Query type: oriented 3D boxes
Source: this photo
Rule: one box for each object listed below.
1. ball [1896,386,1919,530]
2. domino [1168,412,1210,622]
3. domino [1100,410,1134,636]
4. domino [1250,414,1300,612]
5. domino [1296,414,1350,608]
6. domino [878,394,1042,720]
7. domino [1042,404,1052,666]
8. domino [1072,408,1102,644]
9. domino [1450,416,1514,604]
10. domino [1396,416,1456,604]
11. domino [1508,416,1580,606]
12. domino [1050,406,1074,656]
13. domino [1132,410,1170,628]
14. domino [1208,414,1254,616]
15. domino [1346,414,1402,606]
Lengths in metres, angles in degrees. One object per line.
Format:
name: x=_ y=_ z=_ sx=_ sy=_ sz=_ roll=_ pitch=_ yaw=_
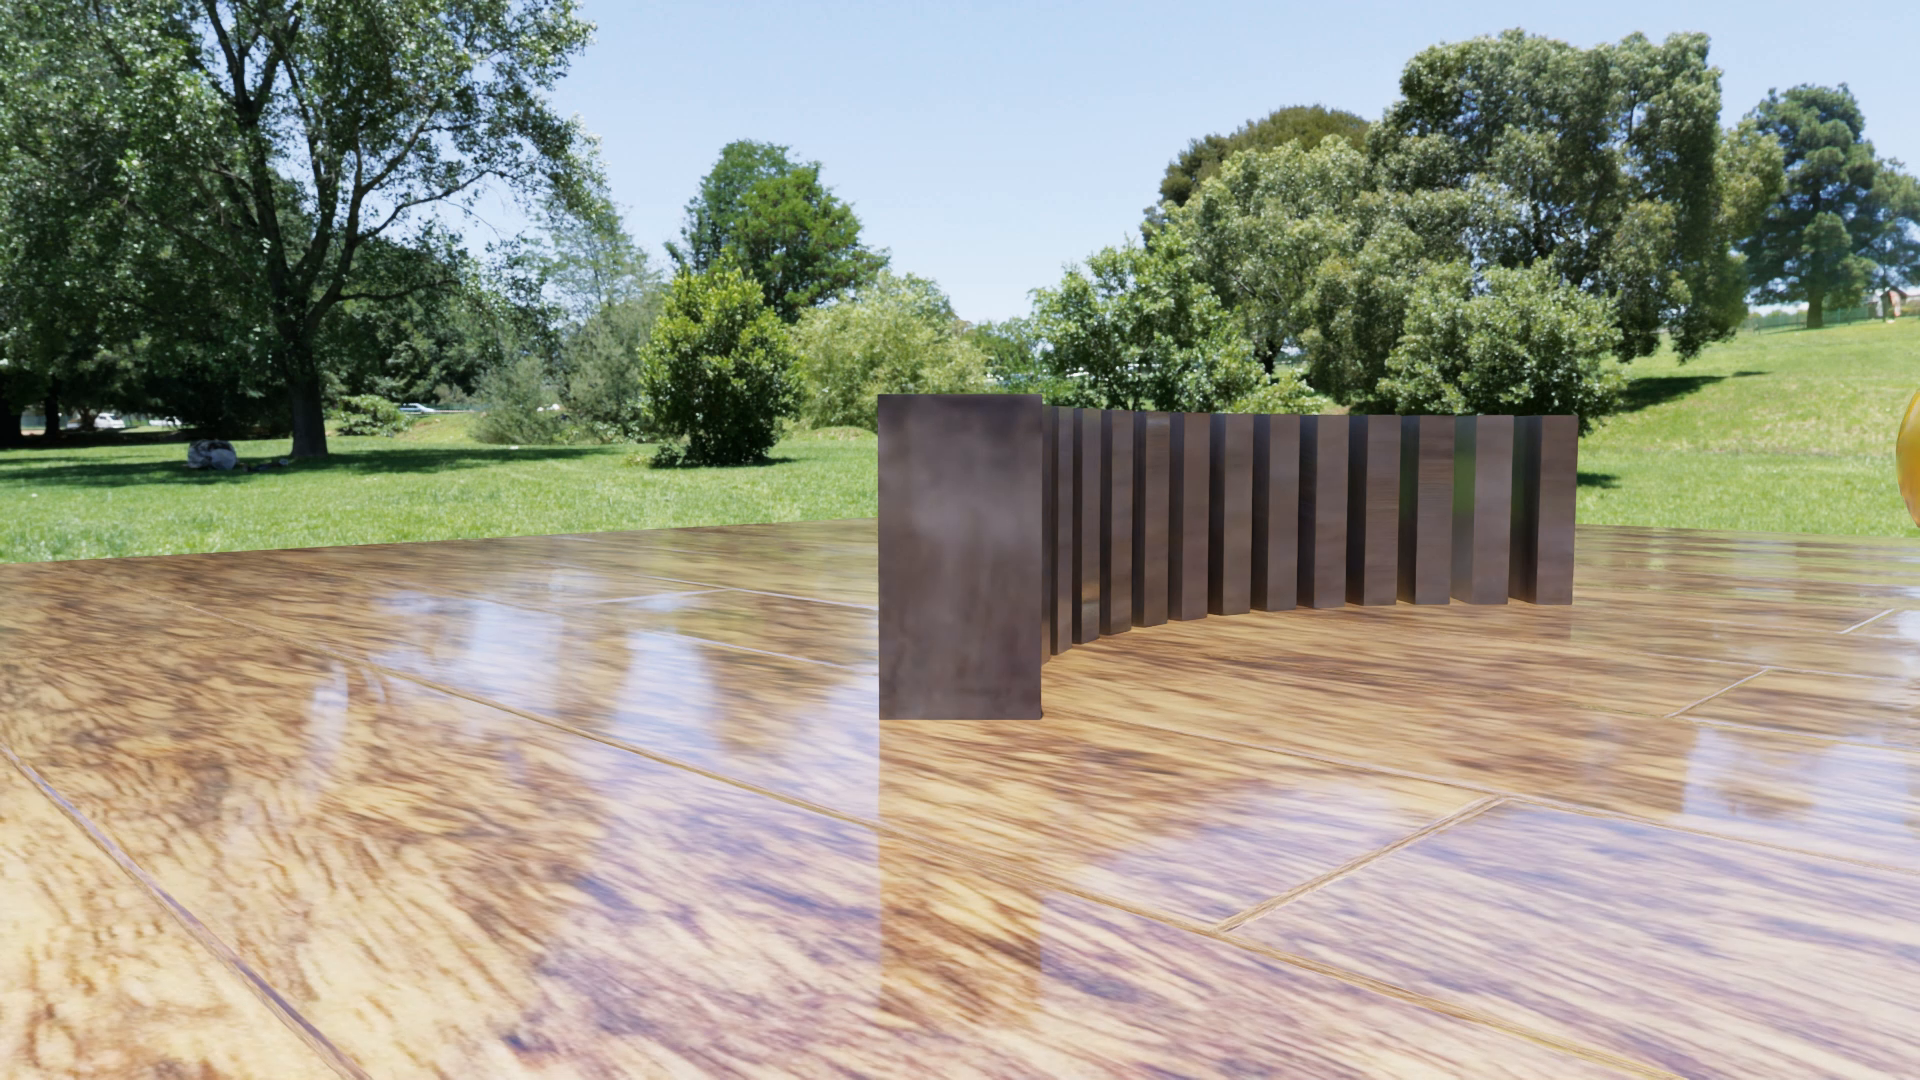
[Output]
ball: x=0.301 y=-0.023 z=0.345 sx=0.080 sy=0.080 sz=0.080 roll=0 pitch=4 yaw=0
domino: x=0.049 y=-0.006 z=0.318 sx=0.010 sy=0.050 sz=0.025 roll=-4 pitch=6 yaw=-40
domino: x=0.026 y=-0.005 z=0.294 sx=0.025 sy=0.050 sz=0.010 roll=3 pitch=5 yaw=36
domino: x=0.077 y=-0.008 z=0.337 sx=0.010 sy=0.050 sz=0.025 roll=-2 pitch=5 yaw=-26
domino: x=0.092 y=-0.008 z=0.343 sx=0.009 sy=0.050 sz=0.025 roll=-2 pitch=5 yaw=-19
domino: x=0.000 y=0.002 z=0.201 sx=0.025 sy=0.050 sz=0.009 roll=0 pitch=4 yaw=0
domino: x=0.004 y=-0.001 z=0.250 sx=0.025 sy=0.050 sz=0.010 roll=1 pitch=4 yaw=16
domino: x=0.017 y=-0.003 z=0.280 sx=0.025 sy=0.050 sz=0.009 roll=2 pitch=5 yaw=29
domino: x=0.141 y=-0.009 z=0.350 sx=0.010 sy=0.050 sz=0.025 roll=0 pitch=4 yaw=2
domino: x=0.124 y=-0.009 z=0.350 sx=0.009 sy=0.050 sz=0.025 roll=0 pitch=4 yaw=-5
domino: x=0.157 y=-0.009 z=0.350 sx=0.009 sy=0.050 sz=0.025 roll=0 pitch=4 yaw=1
domino: x=0.010 y=-0.002 z=0.266 sx=0.025 sy=0.050 sz=0.009 roll=2 pitch=5 yaw=22
domino: x=0.037 y=-0.005 z=0.307 sx=0.025 sy=0.050 sz=0.010 roll=4 pitch=6 yaw=43
domino: x=0.062 y=-0.007 z=0.328 sx=0.010 sy=0.050 sz=0.025 roll=-3 pitch=5 yaw=-33
domino: x=0.108 y=-0.009 z=0.348 sx=0.010 sy=0.050 sz=0.025 roll=-1 pitch=4 yaw=-13
